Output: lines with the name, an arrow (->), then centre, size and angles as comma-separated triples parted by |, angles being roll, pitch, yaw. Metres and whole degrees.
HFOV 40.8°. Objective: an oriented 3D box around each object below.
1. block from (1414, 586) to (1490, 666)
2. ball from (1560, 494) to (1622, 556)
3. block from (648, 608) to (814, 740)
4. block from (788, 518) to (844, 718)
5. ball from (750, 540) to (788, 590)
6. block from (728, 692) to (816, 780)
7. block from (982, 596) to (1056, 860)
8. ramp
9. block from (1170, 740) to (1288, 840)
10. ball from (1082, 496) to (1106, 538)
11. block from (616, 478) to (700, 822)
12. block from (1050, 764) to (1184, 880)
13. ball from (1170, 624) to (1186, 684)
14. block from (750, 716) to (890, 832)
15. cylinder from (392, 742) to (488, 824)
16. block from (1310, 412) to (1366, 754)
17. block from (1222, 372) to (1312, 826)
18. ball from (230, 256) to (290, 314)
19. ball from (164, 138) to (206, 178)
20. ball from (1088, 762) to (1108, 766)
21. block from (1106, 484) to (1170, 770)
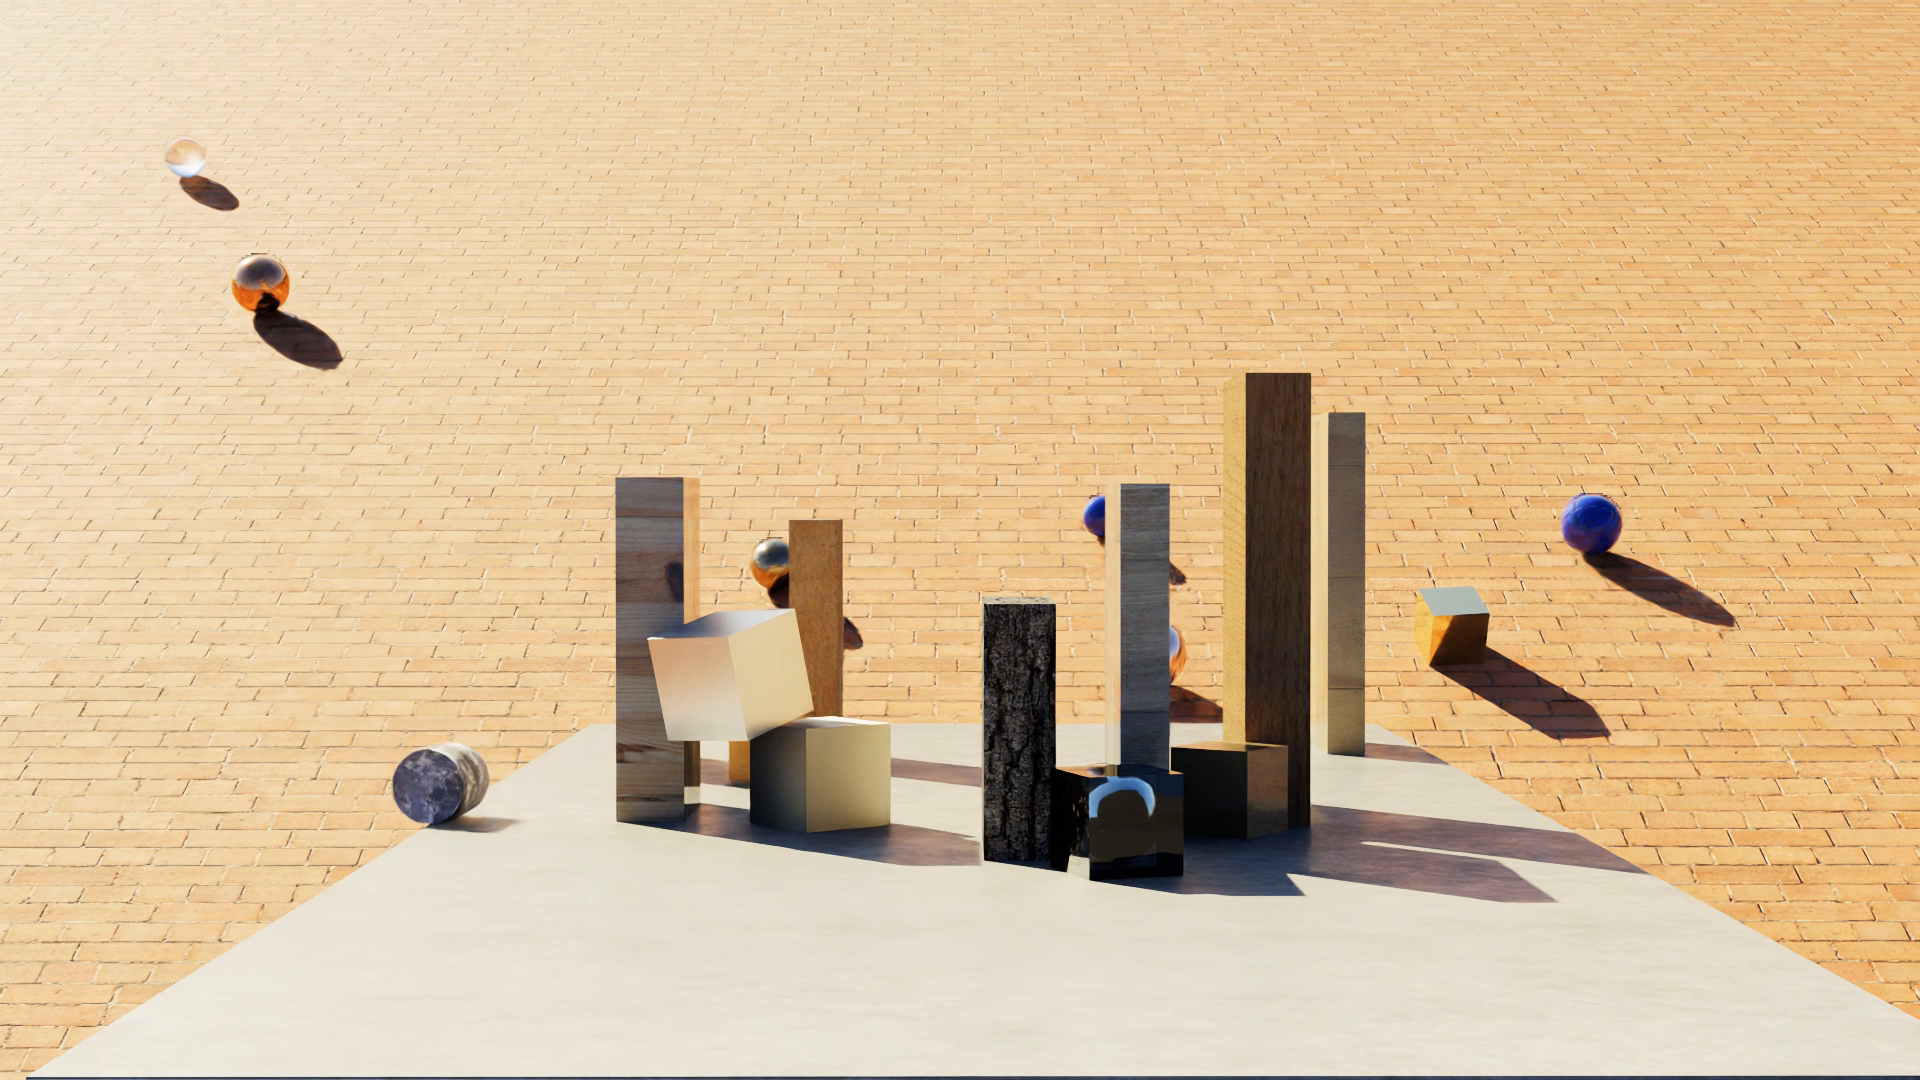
block -> 1.345, 0.235, 7.070 | 0.156, 0.156, 0.156 | -3, 27, -6
ball -> 1.856, -0.045, 7.591 | 0.178, 0.178, 0.178 | 0, 27, 0
block -> -0.403, 0.238, 4.557 | 0.186, 0.186, 0.186 | -3, 12, 36
block -> -0.317, 0.219, 5.710 | 0.105, 0.529, 0.274 | 0, 1, 0
ball -> -0.530, 0.071, 7.402 | 0.145, 0.145, 0.145 | 0, 27, 0
block -> -0.390, 0.407, 5.376 | 0.165, 0.165, 0.165 | 0, 1, 1
block -> 0.095, 0.304, 4.264 | 0.115, 0.409, 0.306 | 0, 1, 0
ramp -> 0.061, 0.553, 4.590 | 2.000, 0.100, 4.000 | 0, 1, 0
block -> 0.466, 0.430, 4.468 | 0.149, 0.149, 0.149 | 1, 1, 34
ball -> 0.427, -0.070, 7.699 | 0.124, 0.124, 0.124 | 0, 27, 0
block -> -0.553, 0.193, 4.746 | 0.122, 0.615, 0.288 | 0, 1, 0
block -> 0.242, 0.435, 3.998 | 0.156, 0.156, 0.156 | 0, 1, -20
ball -> 0.507, 0.303, 6.892 | 0.197, 0.197, 0.197 | 0, 27, 0
block -> -0.248, 0.413, 4.579 | 0.180, 0.180, 0.180 | -1, 1, -37
cylinder -> -0.932, 0.437, 4.639 | 0.132, 0.132, 0.132 | 5, 2, 9
block -> 0.867, 0.095, 5.957 | 0.084, 0.768, 0.328 | 0, 1, 0
block -> 0.558, 0.102, 4.718 | 0.115, 0.797, 0.378 | 0, 1, 0
ball -> -2.509, -0.916, 9.261 | 0.208, 0.208, 0.208 | 0, 27, 0
ball -> -3.173, -1.566, 10.579 | 0.162, 0.162, 0.162 | 0, 27, 0
ball -> 0.229, 0.434, 4.157 | 0.152, 0.152, 0.152 | 0, 27, 0
block -> 0.302, 0.204, 4.437 | 0.081, 0.602, 0.432 | 0, 1, 0
